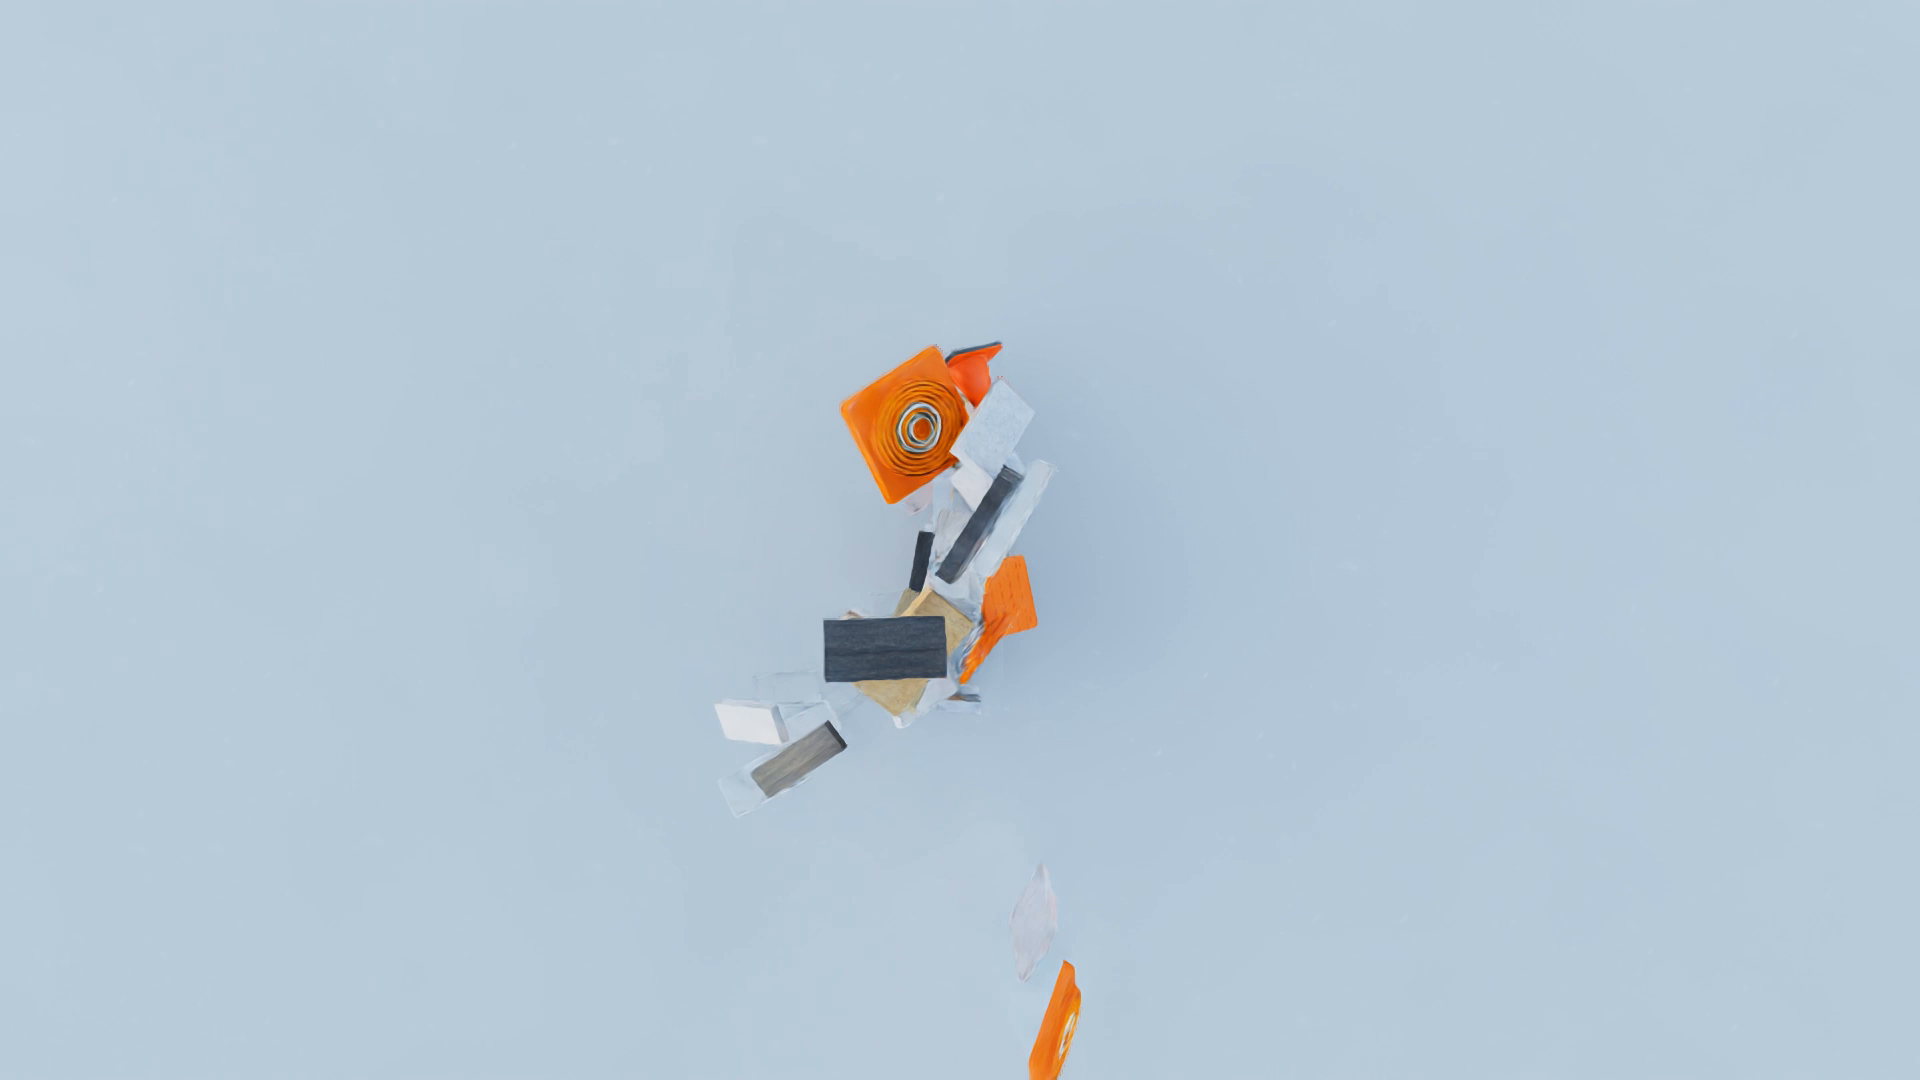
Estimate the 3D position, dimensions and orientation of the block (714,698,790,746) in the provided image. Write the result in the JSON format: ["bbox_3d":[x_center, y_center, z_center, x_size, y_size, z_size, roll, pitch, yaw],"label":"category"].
[{"bbox_3d":[-0.629,0.547,4.976,0.246,0.035,0.123,1,115,40],"label":"block"}]

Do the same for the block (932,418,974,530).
[{"bbox_3d":[0.003,-0.194,4.839,0.165,0.047,0.329,0,90,0],"label":"block"}]

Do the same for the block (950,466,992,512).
[{"bbox_3d":[0.058,-0.155,4.497,0.038,0.271,0.135,-37,90,-18],"label":"block"}]

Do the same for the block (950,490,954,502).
[{"bbox_3d":[0.016,-0.123,4.734,0.078,0.156,0.022,0,98,-4],"label":"block"}]

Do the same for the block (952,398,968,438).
[{"bbox_3d":[0.016,-0.350,4.748,0.076,0.151,0.021,1,51,-3],"label":"block"}]

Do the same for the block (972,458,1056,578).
[{"bbox_3d":[0.143,-0.057,4.287,0.046,0.163,0.326,31,95,6],"label":"block"}]

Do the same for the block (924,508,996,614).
[{"bbox_3d":[-0.001,0.056,4.655,0.166,0.369,0.047,11,130,0],"label":"block"}]

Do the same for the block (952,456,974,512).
[{"bbox_3d":[0.022,-0.156,4.645,0.078,0.022,0.156,2,90,-4],"label":"block"}]

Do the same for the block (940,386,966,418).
[{"bbox_3d":[-0.012,-0.389,4.830,0.076,0.333,0.021,-2,78,2],"label":"block"}]

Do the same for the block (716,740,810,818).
[{"bbox_3d":[-0.577,0.705,4.854,0.246,0.035,0.123,-28,76,-7],"label":"block"}]

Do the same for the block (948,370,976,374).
[{"bbox_3d":[0.005,-0.505,5.109,0.087,0.174,0.025,0,90,0],"label":"block"}]

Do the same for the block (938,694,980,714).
[{"bbox_3d":[-0.001,0.529,5.368,0.131,0.263,0.037,3,90,0],"label":"block"}]

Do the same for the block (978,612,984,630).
[{"bbox_3d":[-0.011,0.247,5.333,0.162,0.325,0.046,11,86,3],"label":"block"}]

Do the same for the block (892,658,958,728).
[{"bbox_3d":[-0.117,0.474,5.137,0.246,0.035,0.123,-31,118,-37],"label":"block"}]

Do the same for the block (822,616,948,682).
[{"bbox_3d":[-0.201,0.290,4.405,0.326,0.046,0.163,-2,91,-9],"label":"block"}]

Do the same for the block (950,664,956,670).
[{"bbox_3d":[-0.130,0.456,5.388,0.131,0.263,0.037,40,131,-1],"label":"block"}]

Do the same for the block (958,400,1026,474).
[{"bbox_3d":[0.087,-0.279,4.564,0.038,0.276,0.135,-35,120,-3],"label":"block"}]

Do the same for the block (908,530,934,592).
[{"bbox_3d":[-0.069,0.137,4.792,0.153,0.043,0.307,10,91,4],"label":"block"}]

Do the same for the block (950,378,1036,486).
[{"bbox_3d":[0.088,-0.288,4.367,0.135,0.038,0.271,43,53,-17],"label":"block"}]

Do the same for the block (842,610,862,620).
[{"bbox_3d":[-0.267,0.340,5.303,0.263,0.037,0.131,27,48,-21],"label":"block"}]

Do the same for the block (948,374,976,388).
[{"bbox_3d":[0.004,-0.414,5.009,0.087,0.025,0.174,1,90,0],"label":"block"}]

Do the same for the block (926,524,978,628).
[{"bbox_3d":[-0.027,0.111,5.146,0.162,0.046,0.325,0,90,3],"label":"block"}]

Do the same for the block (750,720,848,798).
[{"bbox_3d":[-0.458,0.622,4.661,0.323,0.026,0.091,-35,94,30],"label":"block"}]

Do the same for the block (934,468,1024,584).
[{"bbox_3d":[0.053,-0.038,4.281,0.046,0.163,0.326,33,97,6],"label":"block"}]

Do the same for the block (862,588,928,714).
[{"bbox_3d":[-0.142,0.312,4.672,0.166,0.047,0.332,22,62,4],"label":"block"}]

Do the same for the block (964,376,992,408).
[{"bbox_3d":[0.055,-0.395,4.661,0.076,0.021,0.151,-3,132,4],"label":"block"}]

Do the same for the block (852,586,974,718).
[{"bbox_3d":[-0.131,0.305,4.496,0.166,0.047,0.332,39,93,-23],"label":"block"}]

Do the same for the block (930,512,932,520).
[{"bbox_3d":[-0.004,-0.083,5.027,0.165,0.329,0.047,2,90,0],"label":"block"}]

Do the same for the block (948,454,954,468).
[{"bbox_3d":[0.012,-0.227,4.734,0.078,0.156,0.022,2,100,-4],"label":"block"}]

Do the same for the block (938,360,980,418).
[{"bbox_3d":[-0.003,-0.435,5.215,0.133,0.038,0.266,0,90,0],"label":"block"}]
